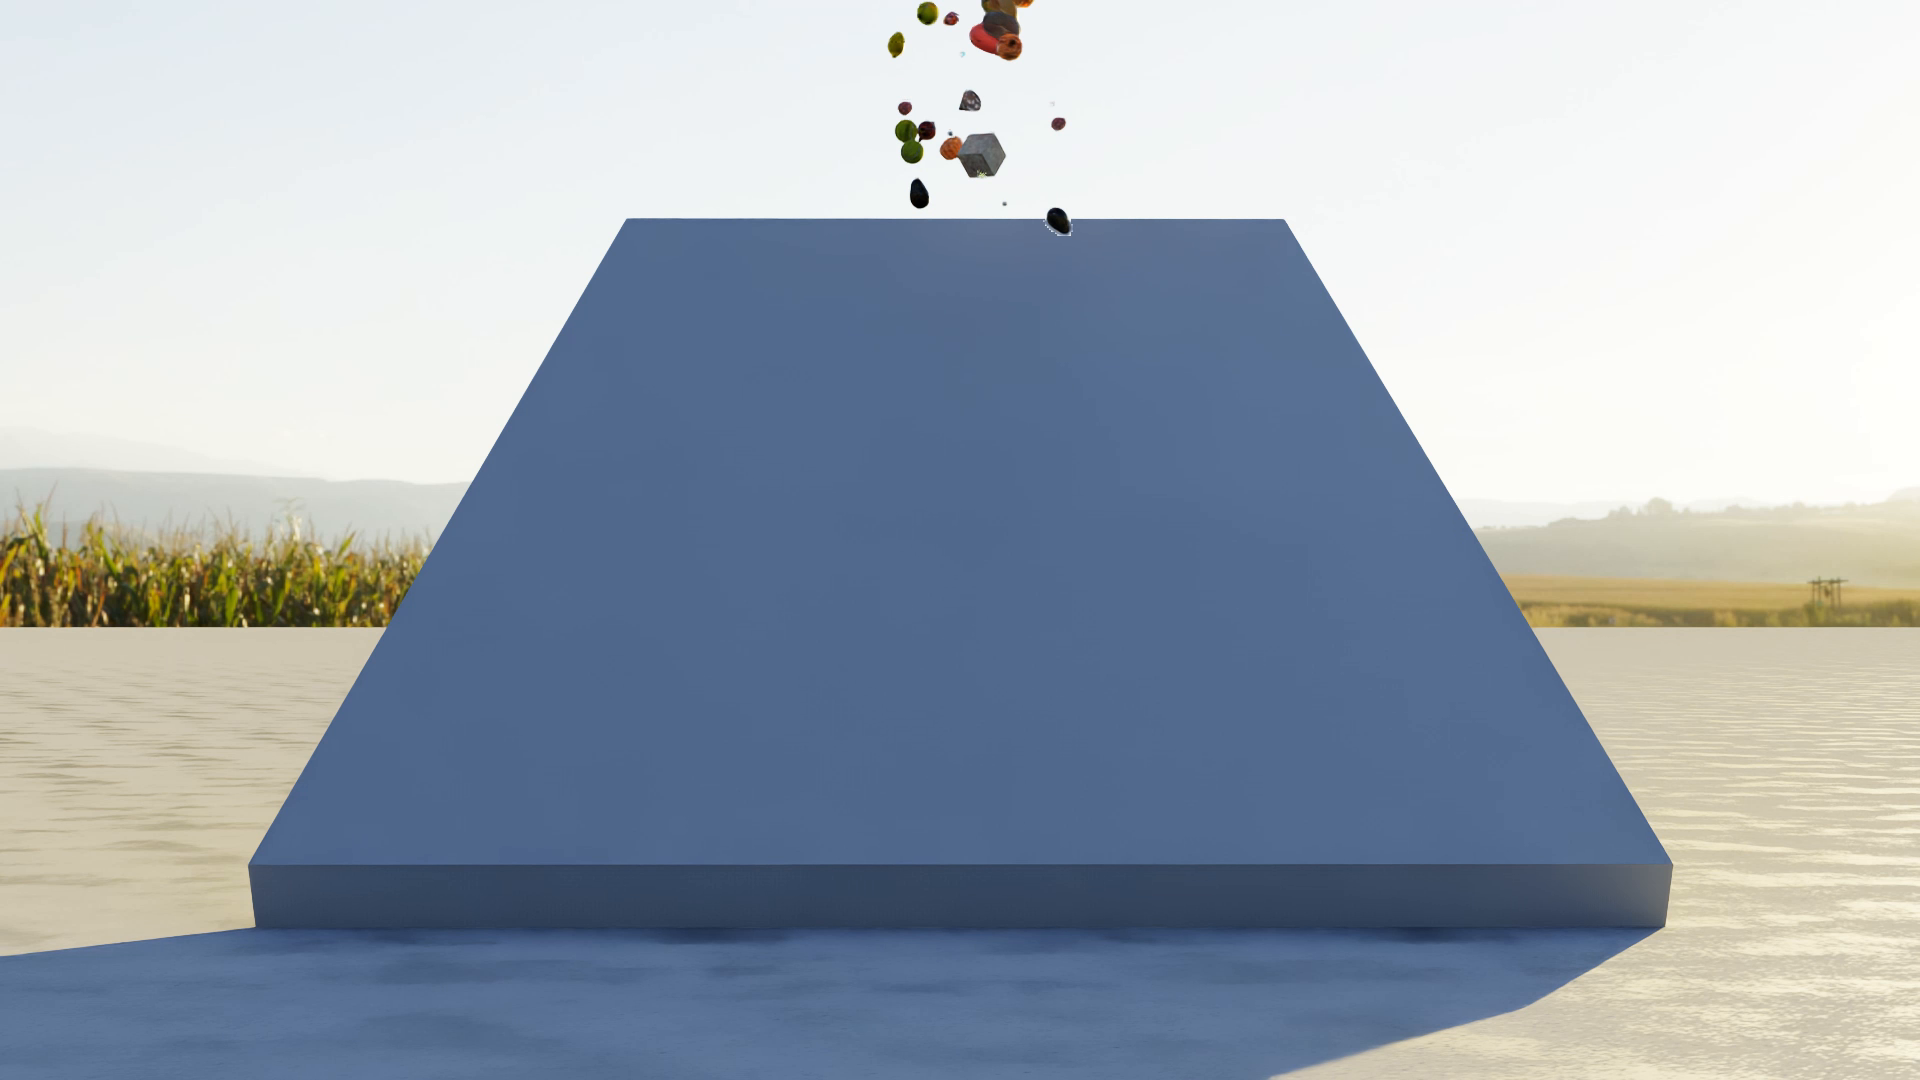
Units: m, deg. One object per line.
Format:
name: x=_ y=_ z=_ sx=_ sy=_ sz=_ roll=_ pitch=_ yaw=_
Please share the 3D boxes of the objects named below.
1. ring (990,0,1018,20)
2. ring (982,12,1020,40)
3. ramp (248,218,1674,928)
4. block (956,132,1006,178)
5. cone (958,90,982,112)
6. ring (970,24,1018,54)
ring: x=0.129 y=-1.568 z=6.713 sx=0.045 sy=0.134 sz=0.134 roll=-24 pitch=3 yaw=-11
ring: x=0.121 y=-1.498 z=6.652 sx=0.118 sy=0.039 sz=0.118 roll=17 pitch=-17 yaw=5
ramp: x=-0.006 y=-0.215 z=5.085 sx=2.000 sy=0.100 sz=4.000 roll=0 pitch=21 yaw=0
block: x=0.064 y=-1.130 z=6.703 sx=0.091 sy=0.091 sz=0.091 roll=3 pitch=-38 yaw=35
cone: x=0.015 y=-1.294 z=6.792 sx=0.069 sy=0.069 sz=0.069 roll=2 pitch=-16 yaw=-38
ring: x=0.100 y=-1.488 z=6.777 sx=0.150 sy=0.050 sz=0.150 roll=11 pitch=34 yaw=-8
